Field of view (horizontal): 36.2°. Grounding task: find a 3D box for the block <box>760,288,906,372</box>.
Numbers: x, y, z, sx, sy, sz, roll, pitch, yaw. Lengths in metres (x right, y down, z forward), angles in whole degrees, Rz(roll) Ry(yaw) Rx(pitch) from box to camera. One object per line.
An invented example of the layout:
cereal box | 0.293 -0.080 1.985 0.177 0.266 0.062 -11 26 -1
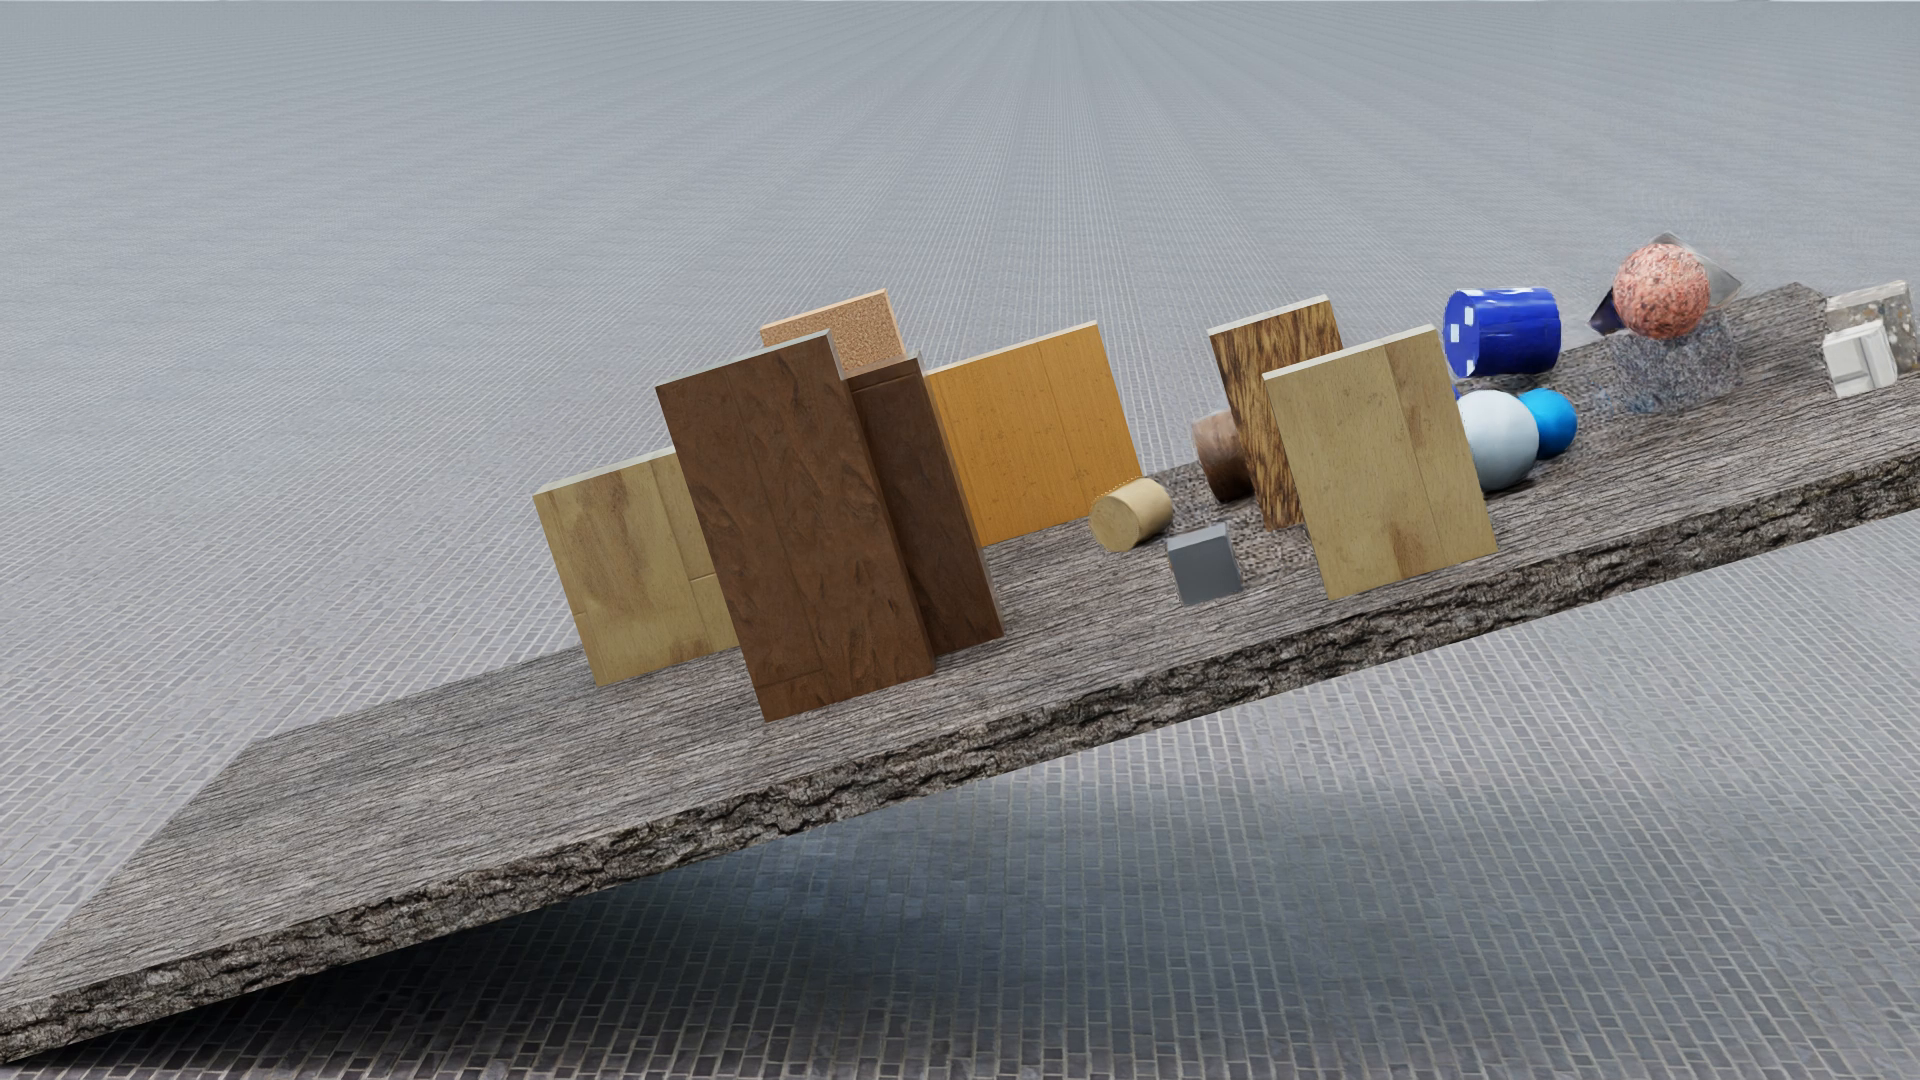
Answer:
block | -0.201 -0.186 6.549 0.287 0.689 0.088 -17 10 5

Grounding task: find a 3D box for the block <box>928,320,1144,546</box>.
block | 0.183 -0.251 6.989 0.424 0.432 0.087 -17 10 5

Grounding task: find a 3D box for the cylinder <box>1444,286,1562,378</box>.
cylinder | 1.272 -0.488 6.905 0.204 0.204 0.204 -4 12 -14

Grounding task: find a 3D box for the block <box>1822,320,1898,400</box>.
block | 1.766 -0.354 5.769 0.110 0.110 0.110 -16 10 24

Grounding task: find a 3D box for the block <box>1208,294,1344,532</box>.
block | 0.706 -0.266 6.177 0.258 0.435 0.106 -17 10 5

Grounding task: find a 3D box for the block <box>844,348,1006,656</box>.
block | -0.183 -0.042 6.015 0.392 0.597 0.141 -17 10 5

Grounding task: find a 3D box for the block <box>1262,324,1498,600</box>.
block | 0.773 -0.143 5.416 0.322 0.430 0.083 -17 10 5

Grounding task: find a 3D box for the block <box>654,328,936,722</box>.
block | -0.322 -0.027 5.846 0.353 0.708 0.103 -17 10 5

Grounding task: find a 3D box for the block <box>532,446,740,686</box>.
block | -0.706 0.048 6.780 0.411 0.468 0.140 -17 10 5

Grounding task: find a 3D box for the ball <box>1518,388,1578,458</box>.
ball | 1.194 -0.239 6.040 0.144 0.144 0.144 0 11 0

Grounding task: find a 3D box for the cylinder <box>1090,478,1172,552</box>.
cylinder | 0.378 -0.055 6.469 0.129 0.129 0.129 9 25 38

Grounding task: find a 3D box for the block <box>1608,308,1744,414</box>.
block | 1.501 -0.376 6.168 0.174 0.174 0.174 -22 11 -22

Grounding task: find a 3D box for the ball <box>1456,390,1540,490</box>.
ball | 1.057 -0.200 5.890 0.203 0.203 0.203 0 11 0

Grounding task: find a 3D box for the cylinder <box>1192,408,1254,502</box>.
cylinder | 0.647 -0.207 6.610 0.195 0.195 0.195 -19 7 13

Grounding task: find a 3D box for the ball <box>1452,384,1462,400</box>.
ball | 1.031 -0.285 6.498 0.166 0.166 0.166 0 11 0

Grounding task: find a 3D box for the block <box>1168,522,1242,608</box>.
block | 0.481 0.049 5.772 0.117 0.117 0.117 -16 10 8

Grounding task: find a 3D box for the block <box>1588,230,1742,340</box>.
block | 1.564 -0.523 6.523 0.205 0.205 0.205 40 37 16

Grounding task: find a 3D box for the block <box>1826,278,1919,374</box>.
block | 1.830 -0.415 5.881 0.154 0.154 0.154 -13 11 21

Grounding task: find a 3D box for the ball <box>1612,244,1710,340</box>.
ball | 1.427 -0.506 5.989 0.195 0.195 0.195 0 11 0

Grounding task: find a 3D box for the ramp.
ramp | 0.096 0.185 6.315 4.000 0.100 2.000 -17 10 5
